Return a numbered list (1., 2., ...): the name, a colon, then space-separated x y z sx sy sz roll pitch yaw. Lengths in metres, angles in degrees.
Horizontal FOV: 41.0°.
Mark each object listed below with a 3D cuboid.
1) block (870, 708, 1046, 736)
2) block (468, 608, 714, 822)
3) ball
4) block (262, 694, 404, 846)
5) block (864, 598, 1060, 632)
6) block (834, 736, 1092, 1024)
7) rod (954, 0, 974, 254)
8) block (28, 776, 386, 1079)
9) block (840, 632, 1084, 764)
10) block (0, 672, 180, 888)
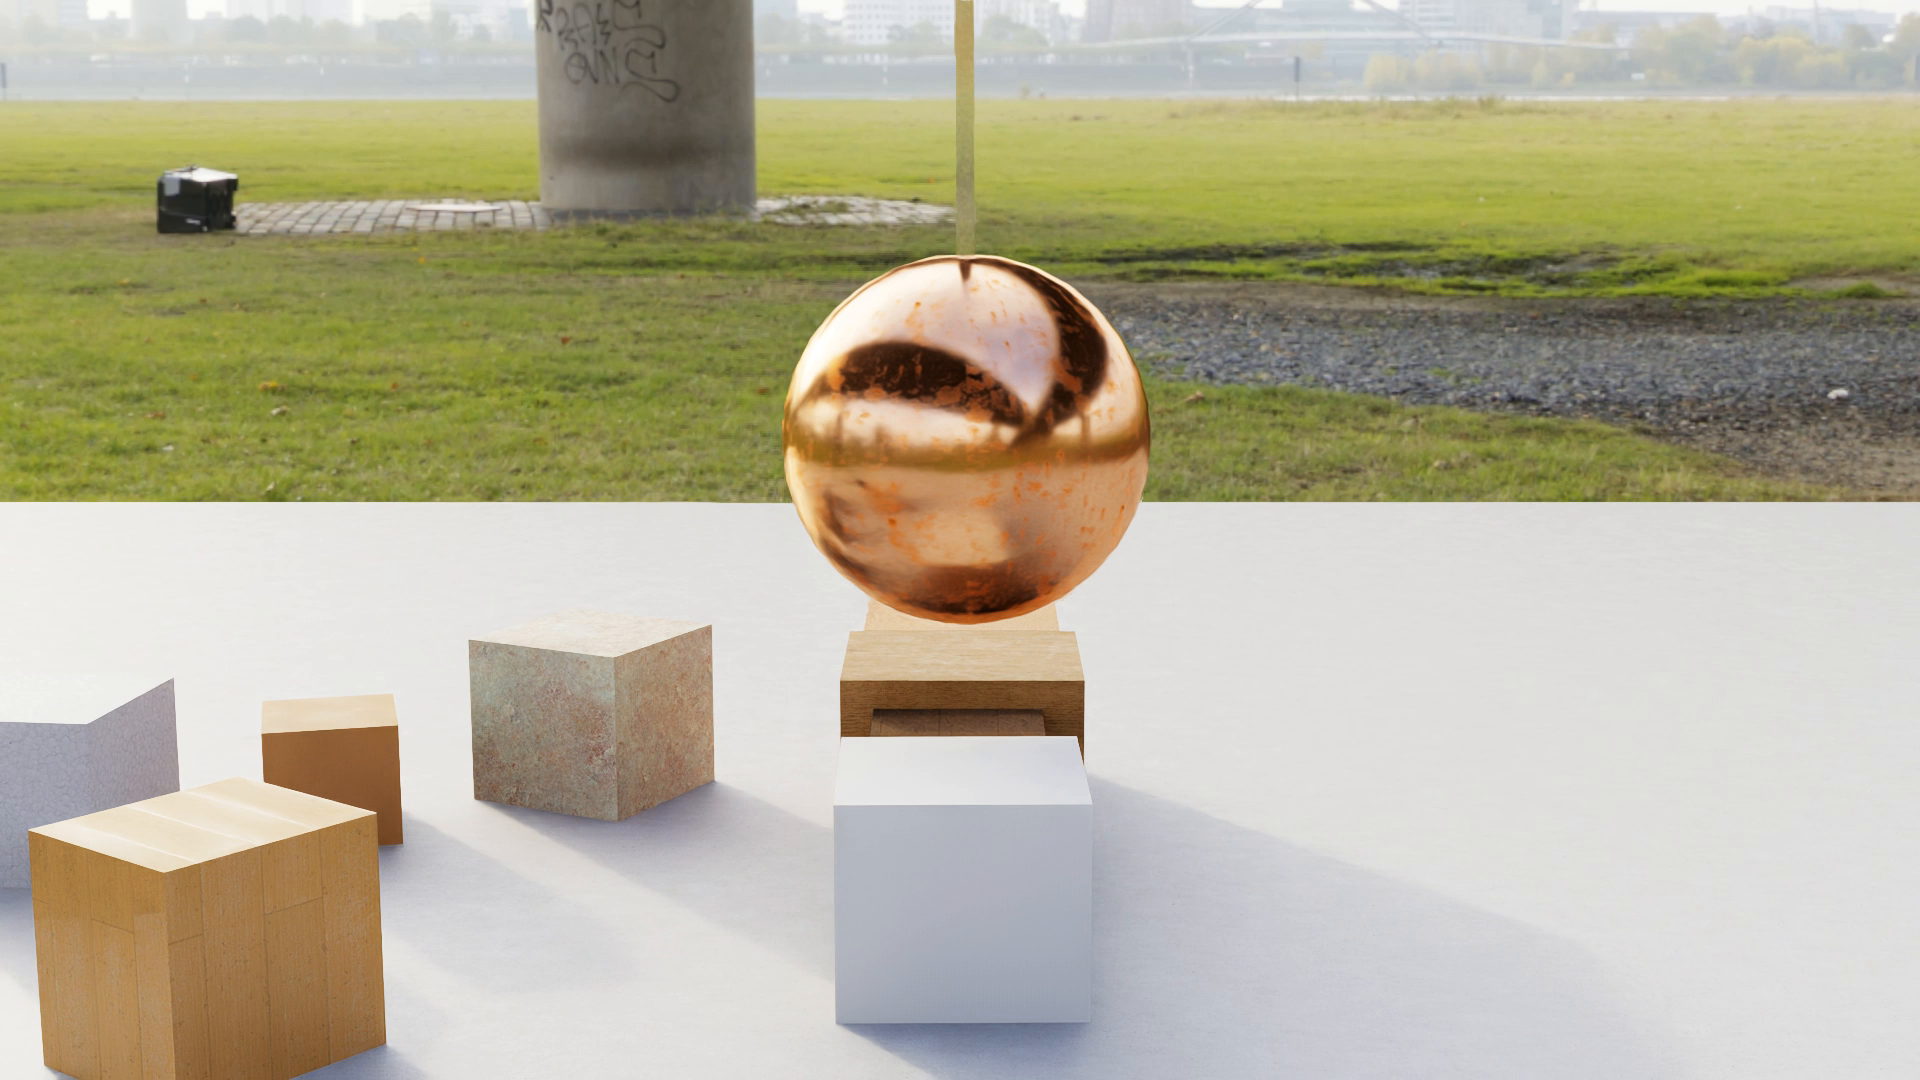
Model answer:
1. block: -0.009 1.186 10.930 0.740 0.756 0.814 0 10 0
2. block: -1.810 0.844 12.683 0.855 0.801 0.844 5 12 27
3. ball: 0.027 -0.435 11.101 1.600 1.600 1.600 0 10 0
4. block: -2.944 1.085 12.023 0.607 0.564 0.632 -3 11 -14
5. block: 0.009 0.788 12.771 0.936 0.881 0.879 0 10 0
6. block: 0.004 1.305 10.023 0.956 0.847 0.987 0 10 -1
7. rod: 0.012 -3.780 10.493 0.080 5.200 0.080 0 10 0
8. block: -2.695 1.434 9.228 0.800 0.876 0.896 8 13 37
9. block: 0.011 0.959 11.829 1.074 0.881 1.014 0 10 0
10. block: -4.122 1.072 11.581 0.853 0.748 0.879 1 10 7
